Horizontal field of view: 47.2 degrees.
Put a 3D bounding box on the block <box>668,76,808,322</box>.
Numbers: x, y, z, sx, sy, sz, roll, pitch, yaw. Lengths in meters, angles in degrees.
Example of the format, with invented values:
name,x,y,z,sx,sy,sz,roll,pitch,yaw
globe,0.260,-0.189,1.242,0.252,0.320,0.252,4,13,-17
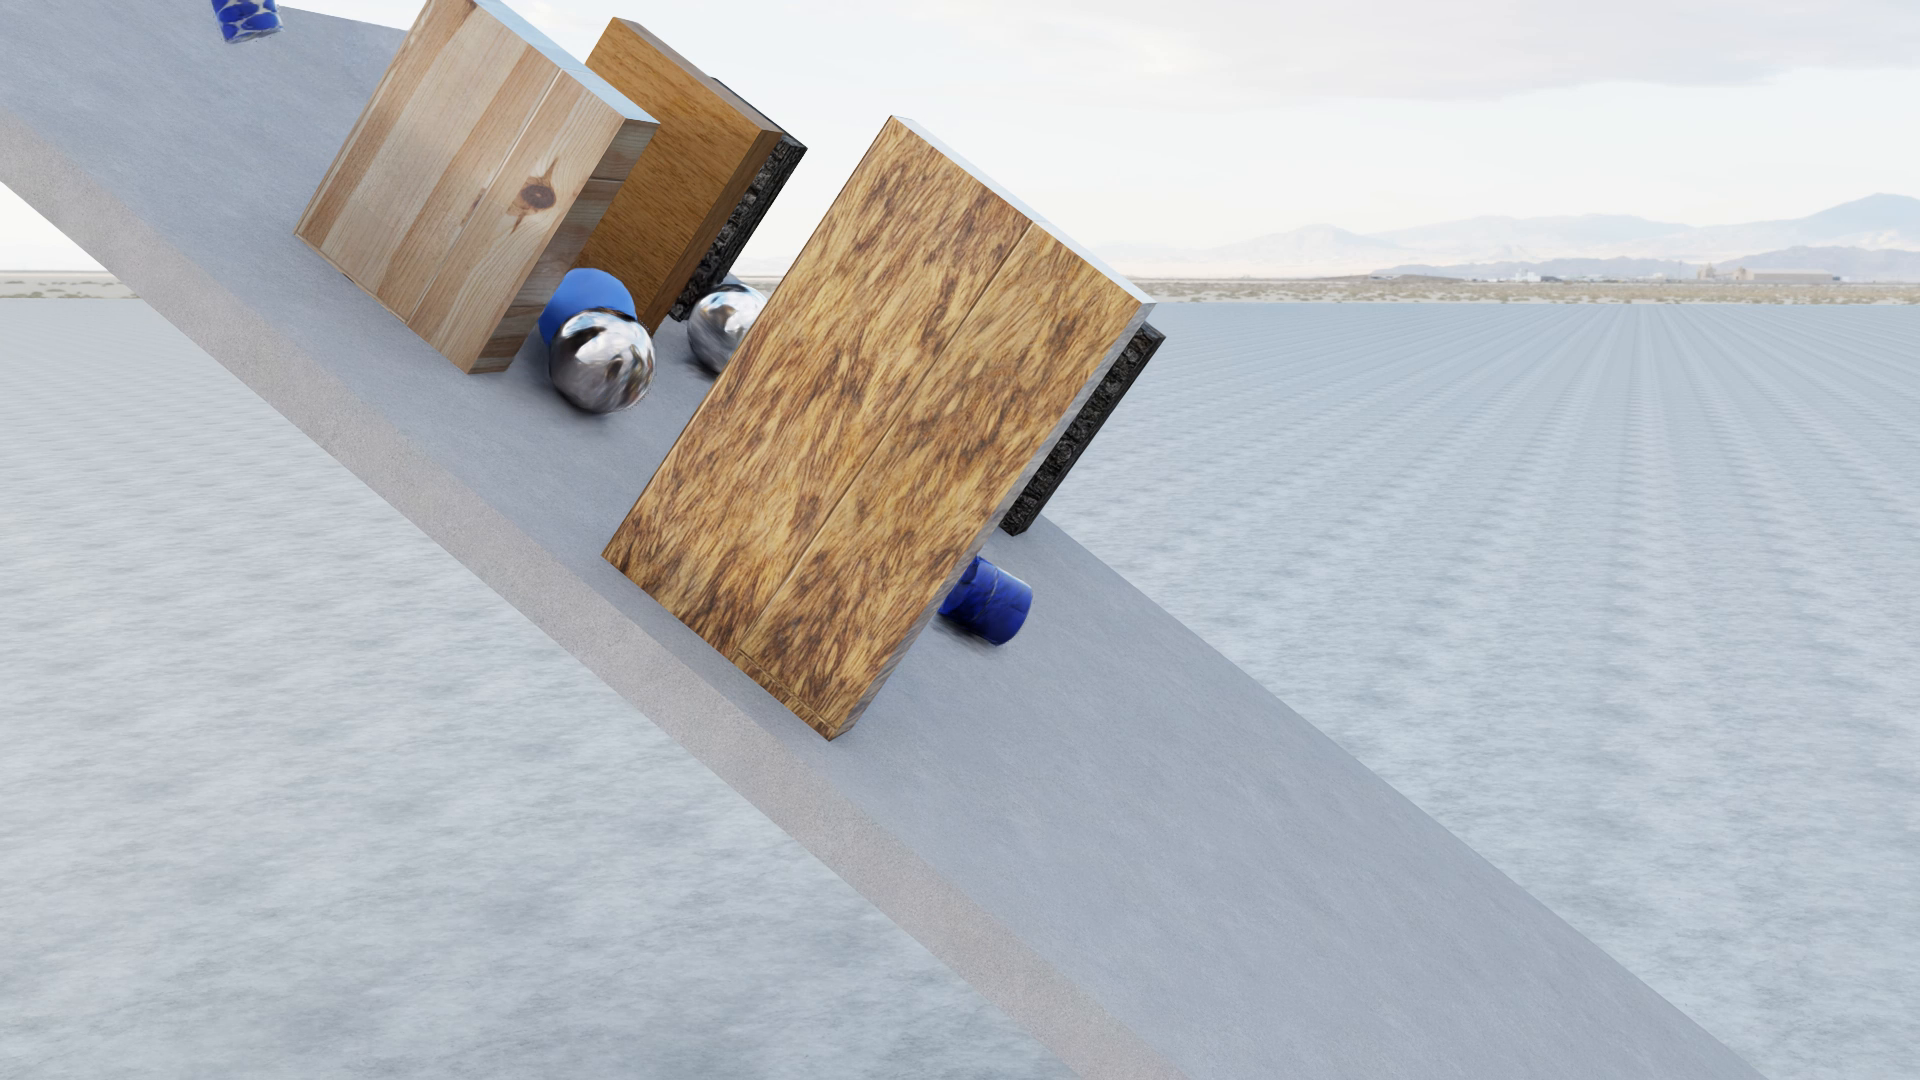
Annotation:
name,x,y,z,sx,sy,sz,roll,pitch,yaw
block,-0.548,-0.709,4.573,0.254,0.438,0.103,38,16,10

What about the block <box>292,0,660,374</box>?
name,x,y,z,sx,sy,sz,roll,pitch,yaw
block,-0.795,-0.591,3.600,0.393,0.498,0.129,38,16,10

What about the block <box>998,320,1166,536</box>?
name,x,y,z,sx,sy,sz,roll,pitch,yaw
block,0.175,-0.299,4.720,0.262,0.526,0.114,38,16,10

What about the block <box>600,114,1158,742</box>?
name,x,y,z,sx,sy,sz,roll,pitch,yaw
block,-0.129,-0.155,3.178,0.445,0.784,0.099,38,16,10

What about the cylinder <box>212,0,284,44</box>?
name,x,y,z,sx,sy,sz,roll,pitch,yaw
cylinder,-1.298,-0.968,3.993,0.107,0.107,0.107,-16,11,3

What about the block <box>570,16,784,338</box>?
name,x,y,z,sx,sy,sz,roll,pitch,yaw
block,-0.621,-0.643,4.075,0.355,0.521,0.106,38,16,10

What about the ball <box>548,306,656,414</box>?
name,x,y,z,sx,sy,sz,roll,pitch,yaw
ball,-0.609,-0.305,3.741,0.182,0.182,0.182,0,7,0

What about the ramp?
name,x,y,z,sx,sy,sz,roll,pitch,yaw
ramp,-0.075,0.141,4.075,4.000,0.100,2.000,38,16,10

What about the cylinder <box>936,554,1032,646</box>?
name,x,y,z,sx,sy,sz,roll,pitch,yaw
cylinder,0.043,0.107,3.992,0.126,0.126,0.126,30,-7,-25

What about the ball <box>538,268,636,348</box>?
name,x,y,z,sx,sy,sz,roll,pitch,yaw
ball,-0.659,-0.394,3.886,0.173,0.173,0.173,0,7,0

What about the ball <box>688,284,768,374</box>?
name,x,y,z,sx,sy,sz,roll,pitch,yaw
ball,-0.454,-0.421,4.405,0.183,0.183,0.183,0,7,0
